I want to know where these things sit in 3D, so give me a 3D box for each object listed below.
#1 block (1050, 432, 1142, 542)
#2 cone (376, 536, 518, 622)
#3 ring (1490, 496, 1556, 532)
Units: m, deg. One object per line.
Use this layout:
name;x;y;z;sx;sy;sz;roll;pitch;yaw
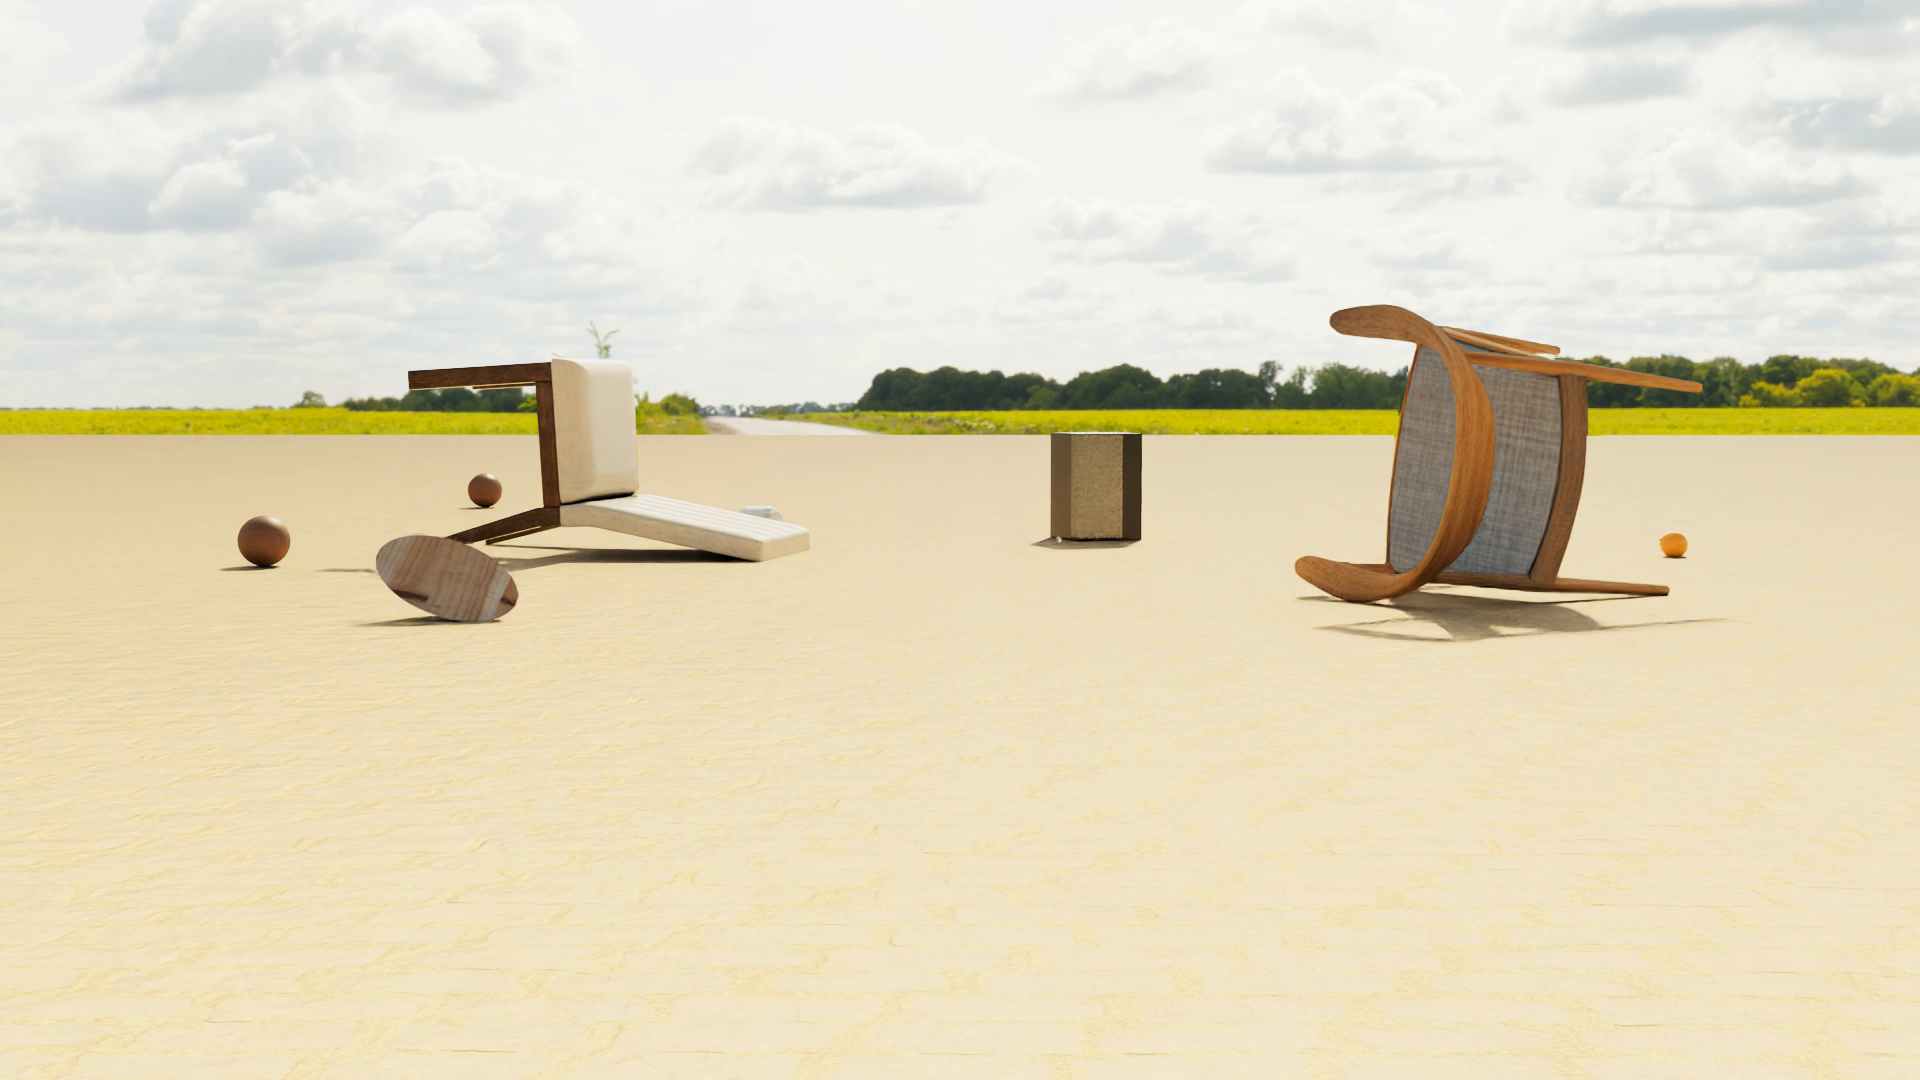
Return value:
block;0.407;-0.162;6.593;0.204;0.317;0.214;-1;4;-21
cone;-1.008;0.110;4.351;0.290;0.161;0.163;20;-27;3
ring;1.777;-0.080;6.941;0.208;0.107;0.213;1;5;36
